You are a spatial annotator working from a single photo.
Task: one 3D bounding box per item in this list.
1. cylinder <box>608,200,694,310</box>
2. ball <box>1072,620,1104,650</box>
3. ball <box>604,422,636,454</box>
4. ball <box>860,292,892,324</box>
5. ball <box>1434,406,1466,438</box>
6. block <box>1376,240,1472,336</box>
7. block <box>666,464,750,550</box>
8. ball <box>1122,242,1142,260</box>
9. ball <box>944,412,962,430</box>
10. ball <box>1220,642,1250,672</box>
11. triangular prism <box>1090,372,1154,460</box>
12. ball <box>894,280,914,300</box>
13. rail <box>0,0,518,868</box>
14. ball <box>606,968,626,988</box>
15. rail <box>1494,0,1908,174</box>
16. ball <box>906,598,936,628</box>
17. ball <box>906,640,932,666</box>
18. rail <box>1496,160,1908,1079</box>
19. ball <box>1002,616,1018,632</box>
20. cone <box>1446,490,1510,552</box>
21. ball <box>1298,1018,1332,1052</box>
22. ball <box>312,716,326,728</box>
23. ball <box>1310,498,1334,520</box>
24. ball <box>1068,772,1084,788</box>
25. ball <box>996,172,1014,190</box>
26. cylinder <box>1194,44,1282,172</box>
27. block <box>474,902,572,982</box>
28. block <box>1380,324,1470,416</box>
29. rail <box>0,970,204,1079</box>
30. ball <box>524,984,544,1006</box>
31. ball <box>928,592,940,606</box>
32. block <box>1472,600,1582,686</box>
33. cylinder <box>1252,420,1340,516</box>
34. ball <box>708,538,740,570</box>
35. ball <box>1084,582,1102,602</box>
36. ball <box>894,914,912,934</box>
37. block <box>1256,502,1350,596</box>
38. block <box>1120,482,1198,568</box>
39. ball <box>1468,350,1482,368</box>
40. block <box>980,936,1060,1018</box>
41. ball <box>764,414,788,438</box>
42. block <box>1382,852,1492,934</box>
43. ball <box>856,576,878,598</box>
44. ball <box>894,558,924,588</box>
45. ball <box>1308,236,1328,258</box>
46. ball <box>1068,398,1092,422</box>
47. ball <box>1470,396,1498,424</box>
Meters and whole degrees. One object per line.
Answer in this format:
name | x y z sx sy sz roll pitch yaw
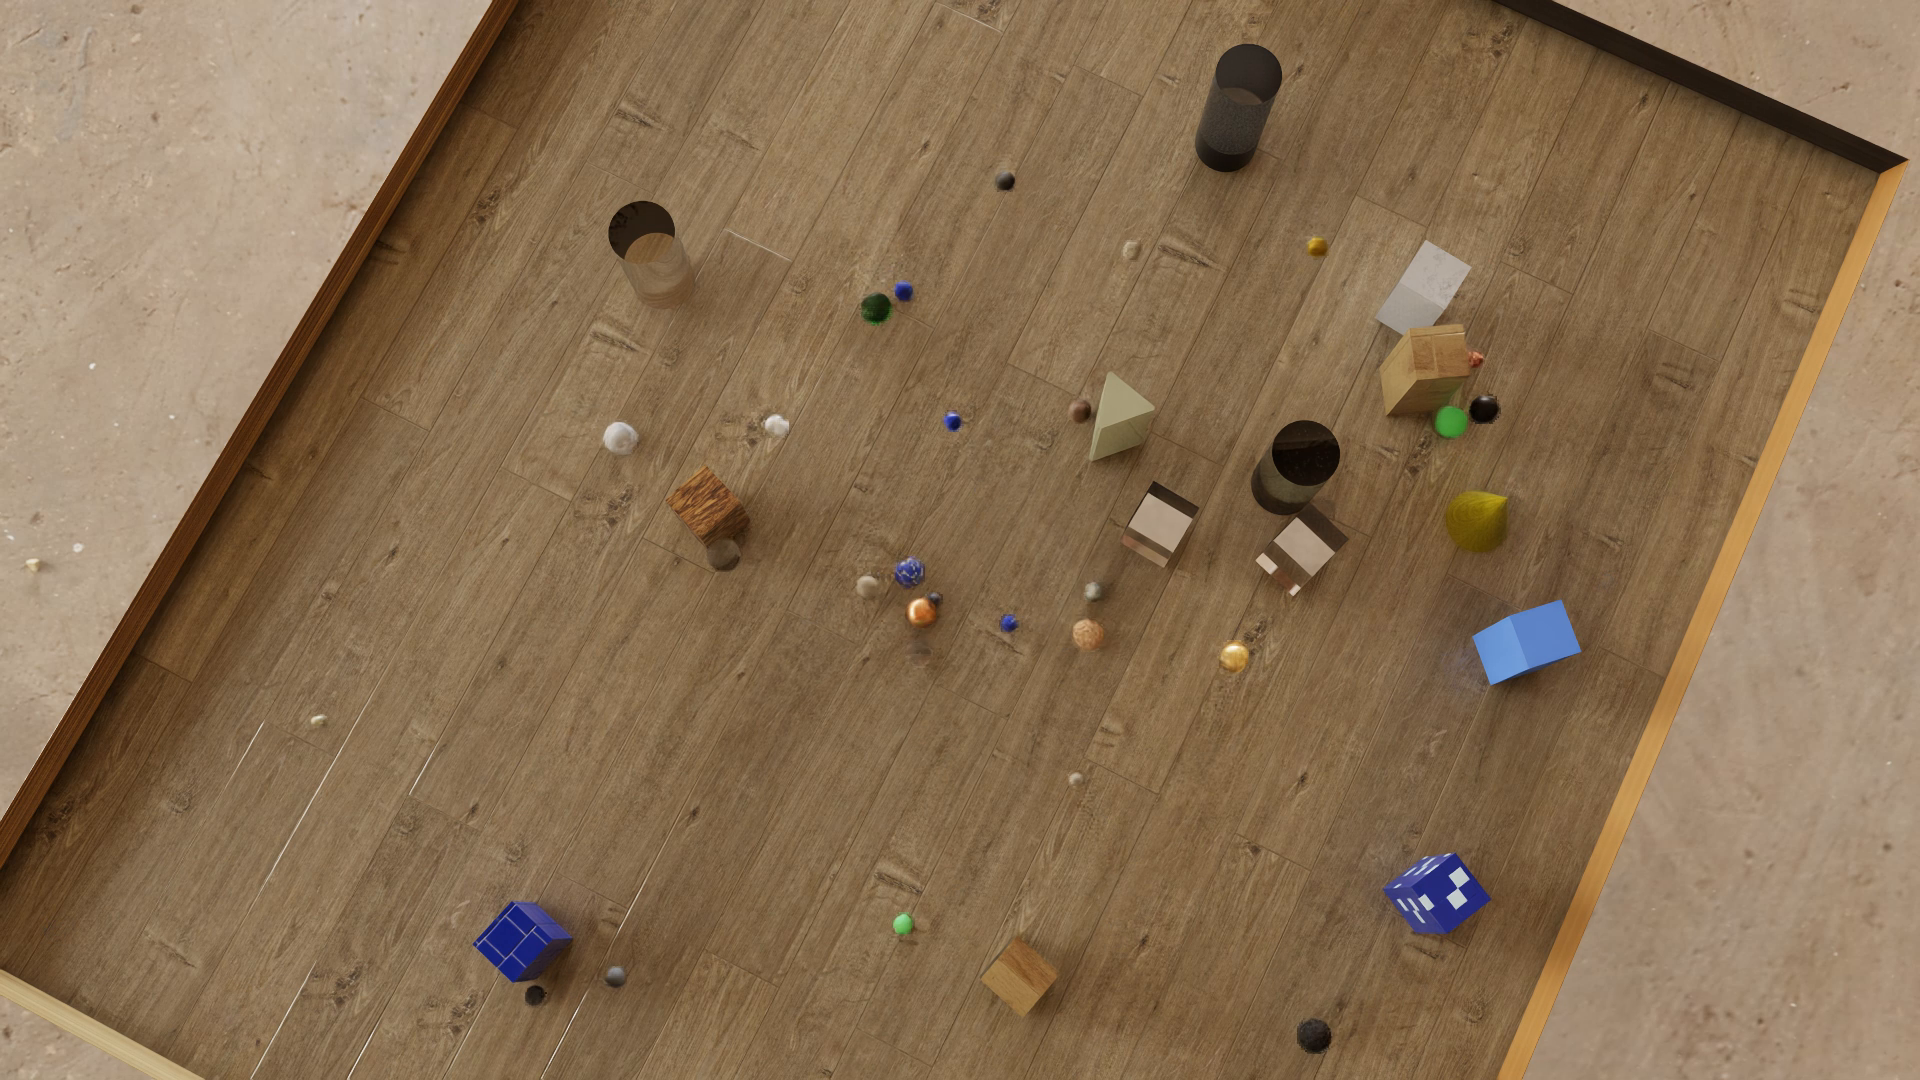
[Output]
cylinder | -0.936 -0.863 5.586 0.197 0.410 0.197 0 78 0
ball | 0.384 0.284 5.510 0.094 0.094 0.094 0 78 0
ball | -1.045 -0.313 5.631 0.098 0.098 0.098 0 78 0
ball | -0.261 -0.724 5.717 0.096 0.096 0.096 0 78 0
ball | 1.510 -0.364 5.642 0.097 0.097 0.097 0 78 0
block | 1.412 -0.754 5.603 0.157 0.333 0.157 33 80 6
block | -0.754 -0.087 5.502 0.157 0.261 0.157 -43 81 -8
ball | 0.541 -0.910 5.775 0.058 0.058 0.058 0 78 0
ball | -0.024 -0.366 5.665 0.054 0.054 0.054 0 78 0
ball | 0.824 0.352 5.498 0.090 0.090 0.090 0 78 0
triangular prism | 0.458 -0.381 5.497 0.170 0.389 0.147 -19 79 -4
ball | -0.177 -0.782 5.748 0.061 0.061 0.061 0 78 0
rail | -1.872 -0.910 5.739 0.045 0.128 4.822 26 80 5
ball | -1.000 1.272 5.323 0.060 0.060 0.060 0 78 0
rail | 1.068 -2.084 5.982 4.234 0.128 0.045 26 80 5
ball | -0.118 0.219 5.518 0.095 0.095 0.095 0 78 0
ball | -0.122 0.341 5.506 0.079 0.079 0.079 0 78 0
rail | 1.872 0.924 5.359 0.045 0.128 4.822 26 80 5
ball | 0.150 0.253 5.540 0.047 0.047 0.047 0 78 0
cone | 1.590 -0.090 5.474 0.197 0.316 0.197 0 78 0
ball | 1.022 1.425 5.273 0.095 0.095 0.095 0 78 0
ball | -1.920 0.545 5.483 0.041 0.041 0.041 0 78 0
ball | 1.100 -0.086 5.593 0.082 0.082 0.082 0 78 0
ball | 0.347 0.715 5.444 0.047 0.047 0.047 0 78 0
ball | 0.142 -1.140 5.821 0.062 0.062 0.062 0 78 0
cylinder | 0.852 -1.322 5.639 0.197 0.491 0.197 0 78 0
block | -1.245 1.146 5.235 0.157 0.282 0.157 41 81 8
block | 1.396 -0.509 5.523 0.157 0.389 0.157 -5 78 -1
rail | -1.068 2.098 5.116 4.234 0.128 0.045 26 80 5
ball | -1.234 1.320 5.314 0.058 0.058 0.058 0 78 0
ball | -0.079 0.180 5.558 0.042 0.042 0.042 0 78 0
block | 1.652 0.303 5.359 0.157 0.382 0.157 -17 79 -3
cylinder | 0.996 -0.211 5.462 0.197 0.389 0.197 0 78 0
ball | -0.707 0.044 5.492 0.097 0.097 0.097 0 78 0
ball | 0.405 0.158 5.555 0.056 0.056 0.056 0 78 0
ball | -0.166 1.124 5.355 0.057 0.057 0.057 0 78 0
block | 1.014 0.030 5.449 0.157 0.315 0.157 44 82 8
block | 0.597 -0.045 5.500 0.157 0.246 0.157 31 80 6
ball | 1.599 -0.564 5.705 0.055 0.055 0.055 0 78 0
block | 0.167 1.239 5.216 0.157 0.282 0.157 41 81 8
ball | -0.566 -0.352 5.653 0.071 0.071 0.071 0 78 0
block | 1.355 1.010 5.226 0.157 0.356 0.157 -35 81 -7
ball | -0.282 0.142 5.553 0.067 0.067 0.067 0 78 0
ball | -0.153 0.101 5.550 0.089 0.089 0.089 0 78 0
ball | 1.127 -0.924 5.774 0.066 0.066 0.066 0 78 0
ball | 0.370 -0.401 5.663 0.072 0.072 0.072 0 78 0
ball | 1.617 -0.404 5.656 0.086 0.086 0.086 0 78 0
